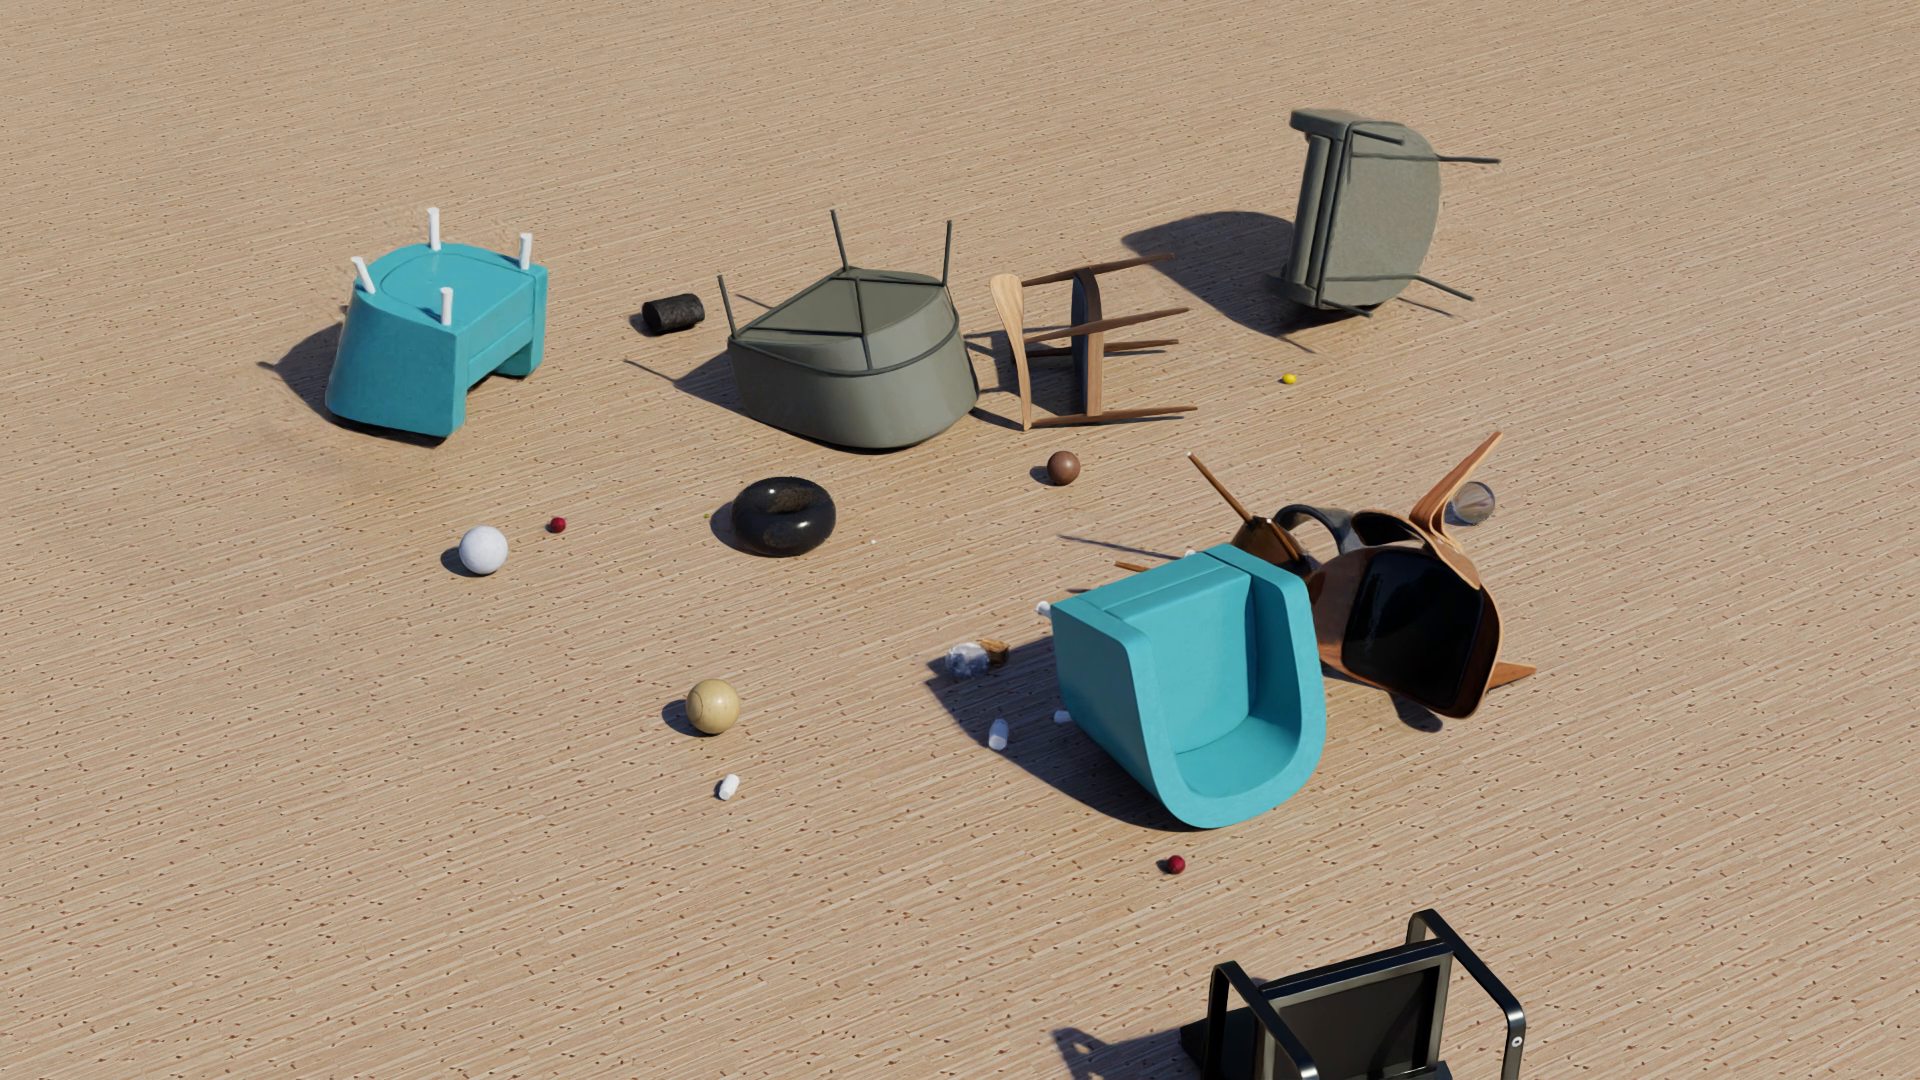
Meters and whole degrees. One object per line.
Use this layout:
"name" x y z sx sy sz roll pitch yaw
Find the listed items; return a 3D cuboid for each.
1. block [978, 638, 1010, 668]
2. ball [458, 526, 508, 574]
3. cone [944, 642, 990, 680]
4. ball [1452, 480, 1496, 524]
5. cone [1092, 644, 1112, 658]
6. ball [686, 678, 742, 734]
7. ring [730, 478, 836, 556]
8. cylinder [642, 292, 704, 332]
"block" 0.117 0.395 10.287 0.092 0.063 0.064 16 37 23
"ball" -1.742 0.036 10.727 0.179 0.179 0.179 0 33 0
"cone" 0.021 0.400 10.280 0.157 0.133 0.185 1 13 -3
"ball" 1.930 -0.142 11.014 0.160 0.160 0.160 0 33 0
"cone" 0.492 0.400 10.318 0.074 0.042 0.073 -23 24 -3
"ball" -0.835 0.562 9.921 0.188 0.188 0.188 0 33 0
"ring" -0.659 -0.090 10.933 0.402 0.165 0.387 10 36 17
"cylinder" -1.200 -0.954 12.264 0.192 0.121 0.255 -15 17 -21
